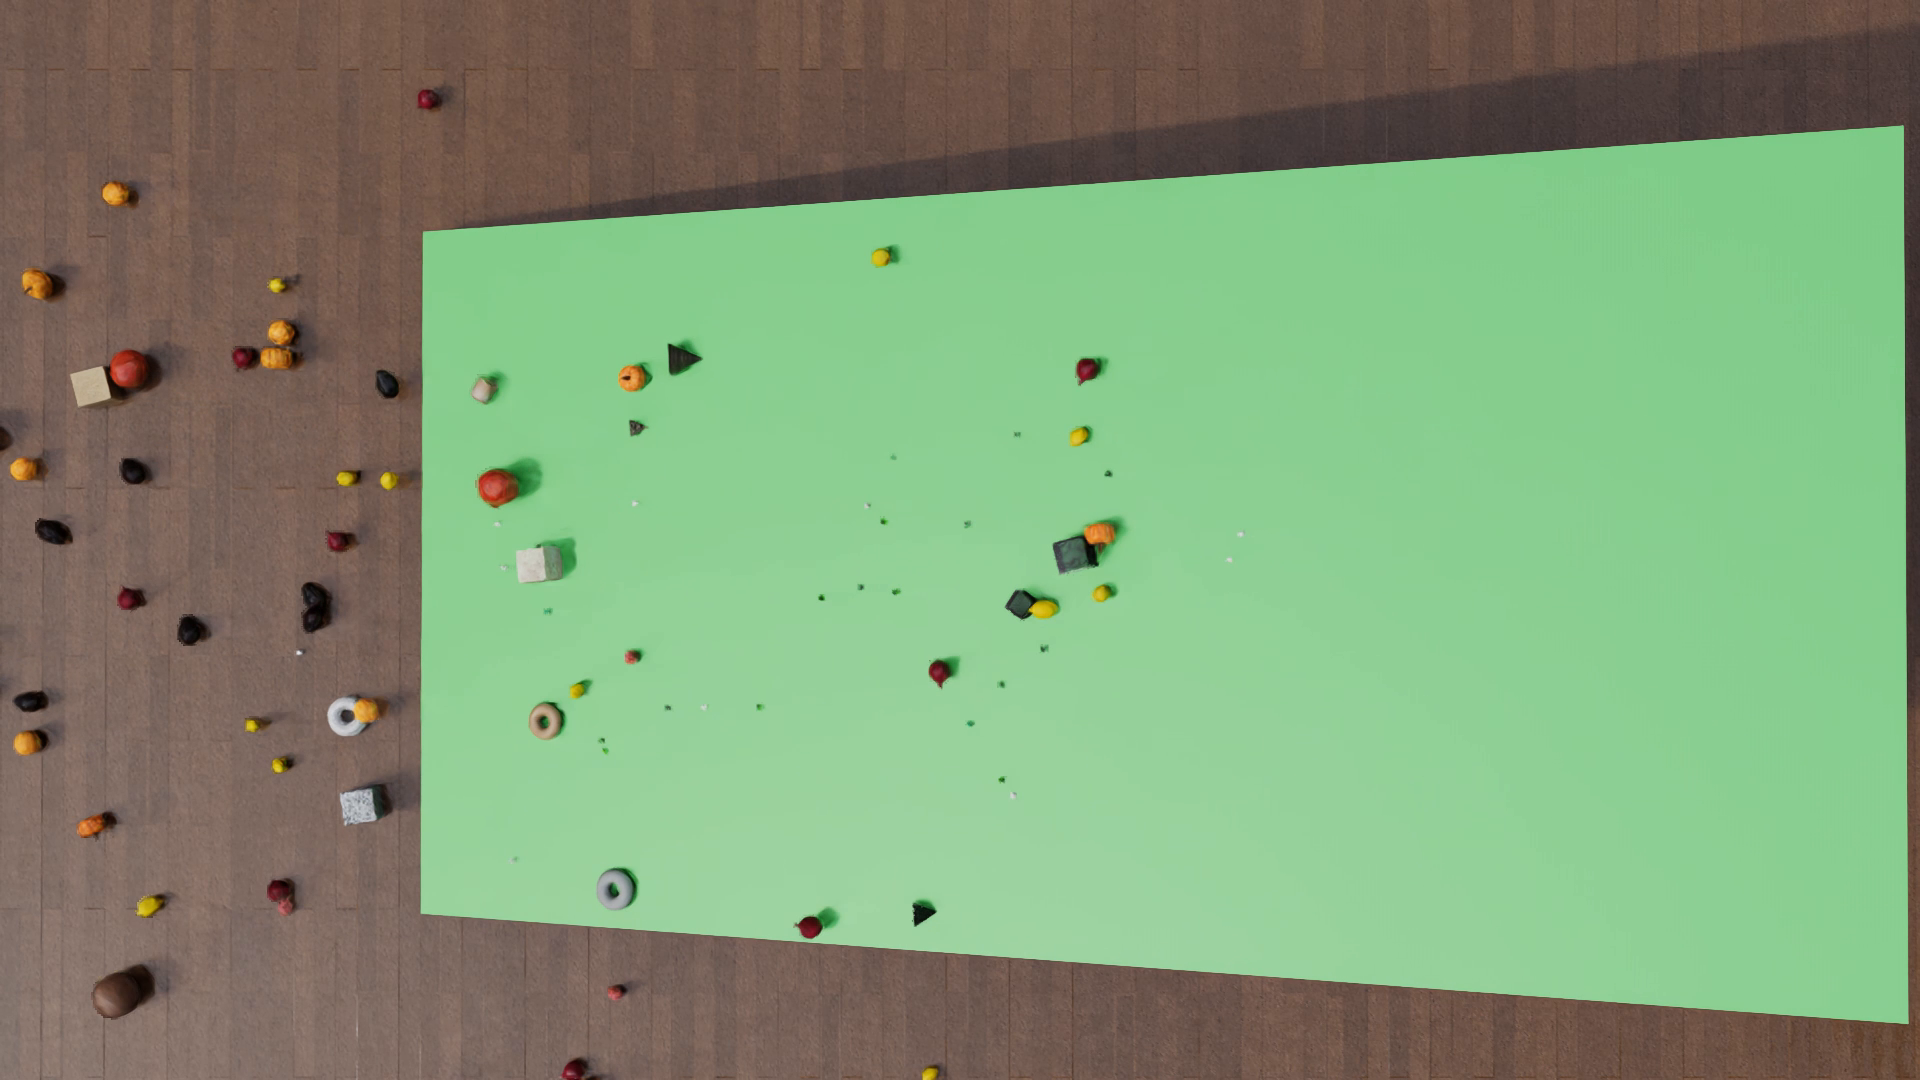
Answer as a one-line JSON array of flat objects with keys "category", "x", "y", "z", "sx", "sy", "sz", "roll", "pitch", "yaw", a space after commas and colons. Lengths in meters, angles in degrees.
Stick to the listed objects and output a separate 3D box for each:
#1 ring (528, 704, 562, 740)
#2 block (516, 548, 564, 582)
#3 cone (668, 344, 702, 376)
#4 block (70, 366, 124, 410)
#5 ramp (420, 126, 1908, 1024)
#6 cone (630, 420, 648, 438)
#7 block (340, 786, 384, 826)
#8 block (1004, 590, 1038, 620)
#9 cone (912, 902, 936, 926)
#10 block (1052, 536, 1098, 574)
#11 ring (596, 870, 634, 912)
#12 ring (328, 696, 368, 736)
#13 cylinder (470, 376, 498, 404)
[{"category": "ring", "x": -1.181, "y": 0.518, "z": 6.260, "sx": 0.107, "sy": 0.036, "sz": 0.107, "roll": 0, "pitch": 90, "yaw": 24}, {"category": "block", "x": -1.193, "y": 0.071, "z": 6.240, "sx": 0.091, "sy": 0.091, "sz": 0.091, "roll": -7, "pitch": 87, "yaw": 23}, {"category": "cone", "x": -0.758, "y": -0.500, "z": 6.090, "sx": 0.093, "sy": 0.093, "sz": 0.093, "roll": -3, "pitch": 89, "yaw": -4}, {"category": "block", "x": -2.551, "y": -0.450, "z": 6.501, "sx": 0.099, "sy": 0.099, "sz": 0.099, "roll": -15, "pitch": 89, "yaw": 0}, {"category": "ramp", "x": 0.283, "y": 0.085, "z": 5.720, "sx": 4.000, "sy": 0.100, "sz": 2.000, "roll": 0, "pitch": 89, "yaw": 23}, {"category": "cone", "x": -0.898, "y": -0.314, "z": 6.157, "sx": 0.050, "sy": 0.050, "sz": 0.050, "roll": -4, "pitch": 89, "yaw": -4}, {"category": "block", "x": -1.764, "y": 0.783, "z": 6.488, "sx": 0.094, "sy": 0.094, "sz": 0.094, "roll": -10, "pitch": 89, "yaw": 0}, {"category": "block", "x": 0.160, "y": 0.167, "z": 5.687, "sx": 0.055, "sy": 0.055, "sz": 0.055, "roll": 37, "pitch": 103, "yaw": 19}, {"category": "cone", "x": -0.091, "y": 0.984, "z": 5.797, "sx": 0.065, "sy": 0.065, "sz": 0.065, "roll": -7, "pitch": 89, "yaw": -4}, {"category": "block", "x": 0.295, "y": 0.038, "z": 5.618, "sx": 0.080, "sy": 0.080, "sz": 0.080, "roll": -16, "pitch": 83, "yaw": 22}, {"category": "ring", "x": -0.967, "y": 0.981, "z": 6.162, "sx": 0.117, "sy": 0.039, "sz": 0.117, "roll": -1, "pitch": 88, "yaw": 22}, {"category": "ring", "x": -1.814, "y": 0.522, "z": 6.519, "sx": 0.121, "sy": 0.040, "sz": 0.121, "roll": 0, "pitch": 90, "yaw": 1}, {"category": "cylinder", "x": -1.371, "y": -0.432, "z": 6.338, "sx": 0.060, "sy": 0.060, "sz": 0.060, "roll": 38, "pitch": 108, "yaw": 0}]
